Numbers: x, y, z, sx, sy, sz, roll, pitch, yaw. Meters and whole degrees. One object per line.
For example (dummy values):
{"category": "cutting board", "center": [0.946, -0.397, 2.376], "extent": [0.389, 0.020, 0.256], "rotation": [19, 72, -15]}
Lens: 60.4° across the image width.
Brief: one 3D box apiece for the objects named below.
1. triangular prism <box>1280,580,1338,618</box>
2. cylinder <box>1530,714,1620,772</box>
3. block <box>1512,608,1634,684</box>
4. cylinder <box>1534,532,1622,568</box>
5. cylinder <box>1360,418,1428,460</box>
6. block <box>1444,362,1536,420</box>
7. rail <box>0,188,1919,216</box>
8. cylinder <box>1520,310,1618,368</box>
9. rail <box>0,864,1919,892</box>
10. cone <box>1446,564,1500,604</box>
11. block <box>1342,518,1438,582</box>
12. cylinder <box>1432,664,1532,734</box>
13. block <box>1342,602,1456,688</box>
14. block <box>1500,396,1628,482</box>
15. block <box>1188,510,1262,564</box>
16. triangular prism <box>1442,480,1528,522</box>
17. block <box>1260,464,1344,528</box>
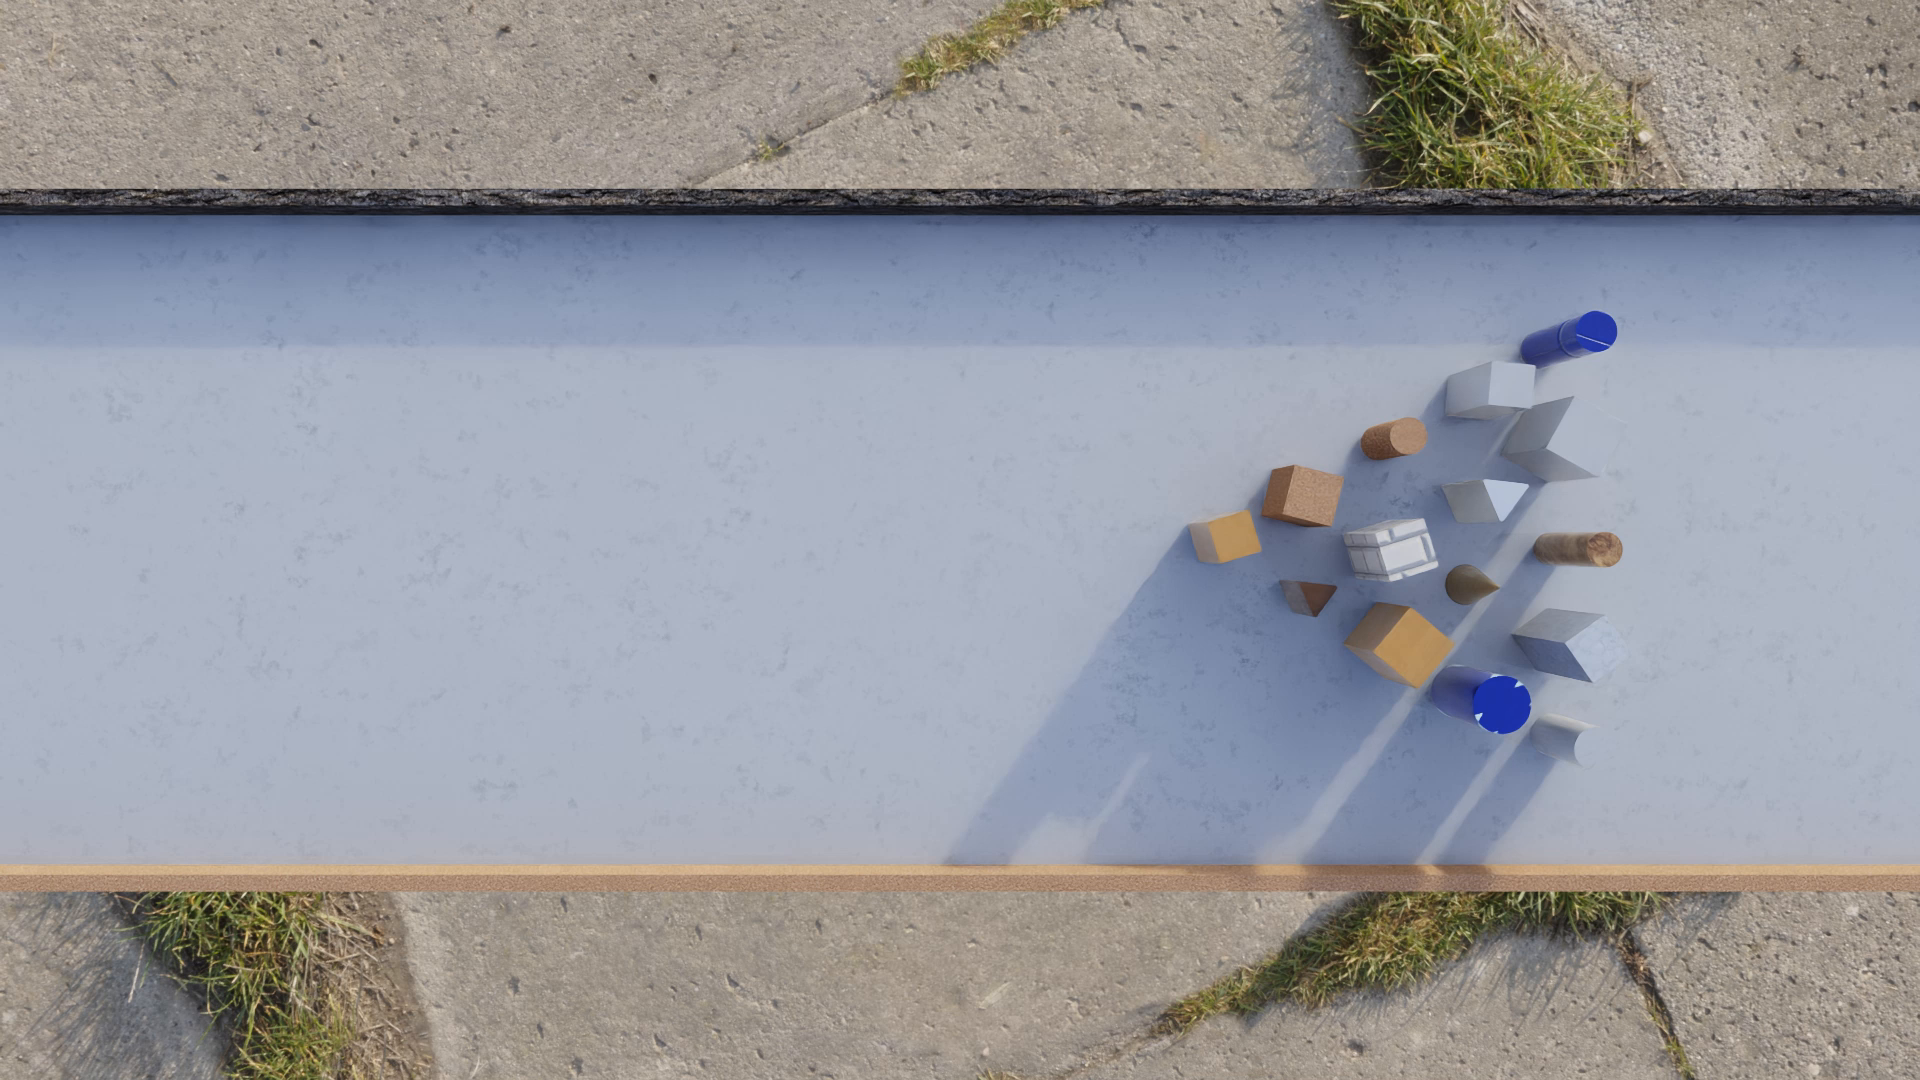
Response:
{"category": "triangular prism", "center": [1.020, 0.152, 4.921], "extent": [0.095, 0.312, 0.110], "rotation": [36, 90, 0]}
{"category": "cylinder", "center": [1.821, 0.599, 4.896], "extent": [0.130, 0.361, 0.130], "rotation": [0, 90, 0]}
{"category": "block", "center": [1.791, 0.305, 4.849], "extent": [0.138, 0.455, 0.138], "rotation": [-35, 90, 0]}
{"category": "cylinder", "center": [1.816, 0.027, 4.860], "extent": [0.101, 0.433, 0.101], "rotation": [0, 90, 0]}
{"category": "cylinder", "center": [1.287, -0.299, 4.904], "extent": [0.108, 0.345, 0.108], "rotation": [0, 90, 0]}
{"category": "block", "center": [1.560, -0.438, 4.869], "extent": [0.123, 0.415, 0.123], "rotation": [5, 90, 0]}
{"category": "rail", "center": [-2.247, -1.025, 5.002], "extent": [12.000, 0.150, 0.050], "rotation": [0, 90, 0]}
{"category": "cylinder", "center": [1.784, -0.584, 4.848], "extent": [0.116, 0.456, 0.116], "rotation": [0, 90, 0]}
{"category": "rail", "center": [-2.247, 1.025, 5.001], "extent": [12.000, 0.150, 0.050], "rotation": [0, 90, 0]}
{"category": "cone", "center": [1.556, 0.138, 4.910], "extent": [0.125, 0.334, 0.125], "rotation": [0, 90, 0]}
{"category": "block", "center": [1.267, 0.029, 4.875], "extent": [0.144, 0.403, 0.144], "rotation": [-17, 90, 0]}
{"category": "cylinder", "center": [1.532, 0.466, 4.869], "extent": [0.165, 0.416, 0.165], "rotation": [0, 90, 0]}
{"category": "block", "center": [1.294, 0.308, 4.888], "extent": [0.167, 0.378, 0.167], "rotation": [40, 90, 0]}
{"category": "block", "center": [1.778, -0.293, 4.877], "extent": [0.171, 0.399, 0.171], "rotation": [29, 90, 0]}
{"category": "block", "center": [0.776, -0.010, 4.869], "extent": [0.123, 0.416, 0.123], "rotation": [-17, 90, 0]}
{"category": "triangular prism", "center": [1.527, -0.137, 4.873], "extent": [0.111, 0.407, 0.128], "rotation": [37, 90, 0]}
{"category": "block", "center": [1.015, -0.128, 4.905], "extent": [0.146, 0.342, 0.146], "rotation": [14, 90, 0]}
